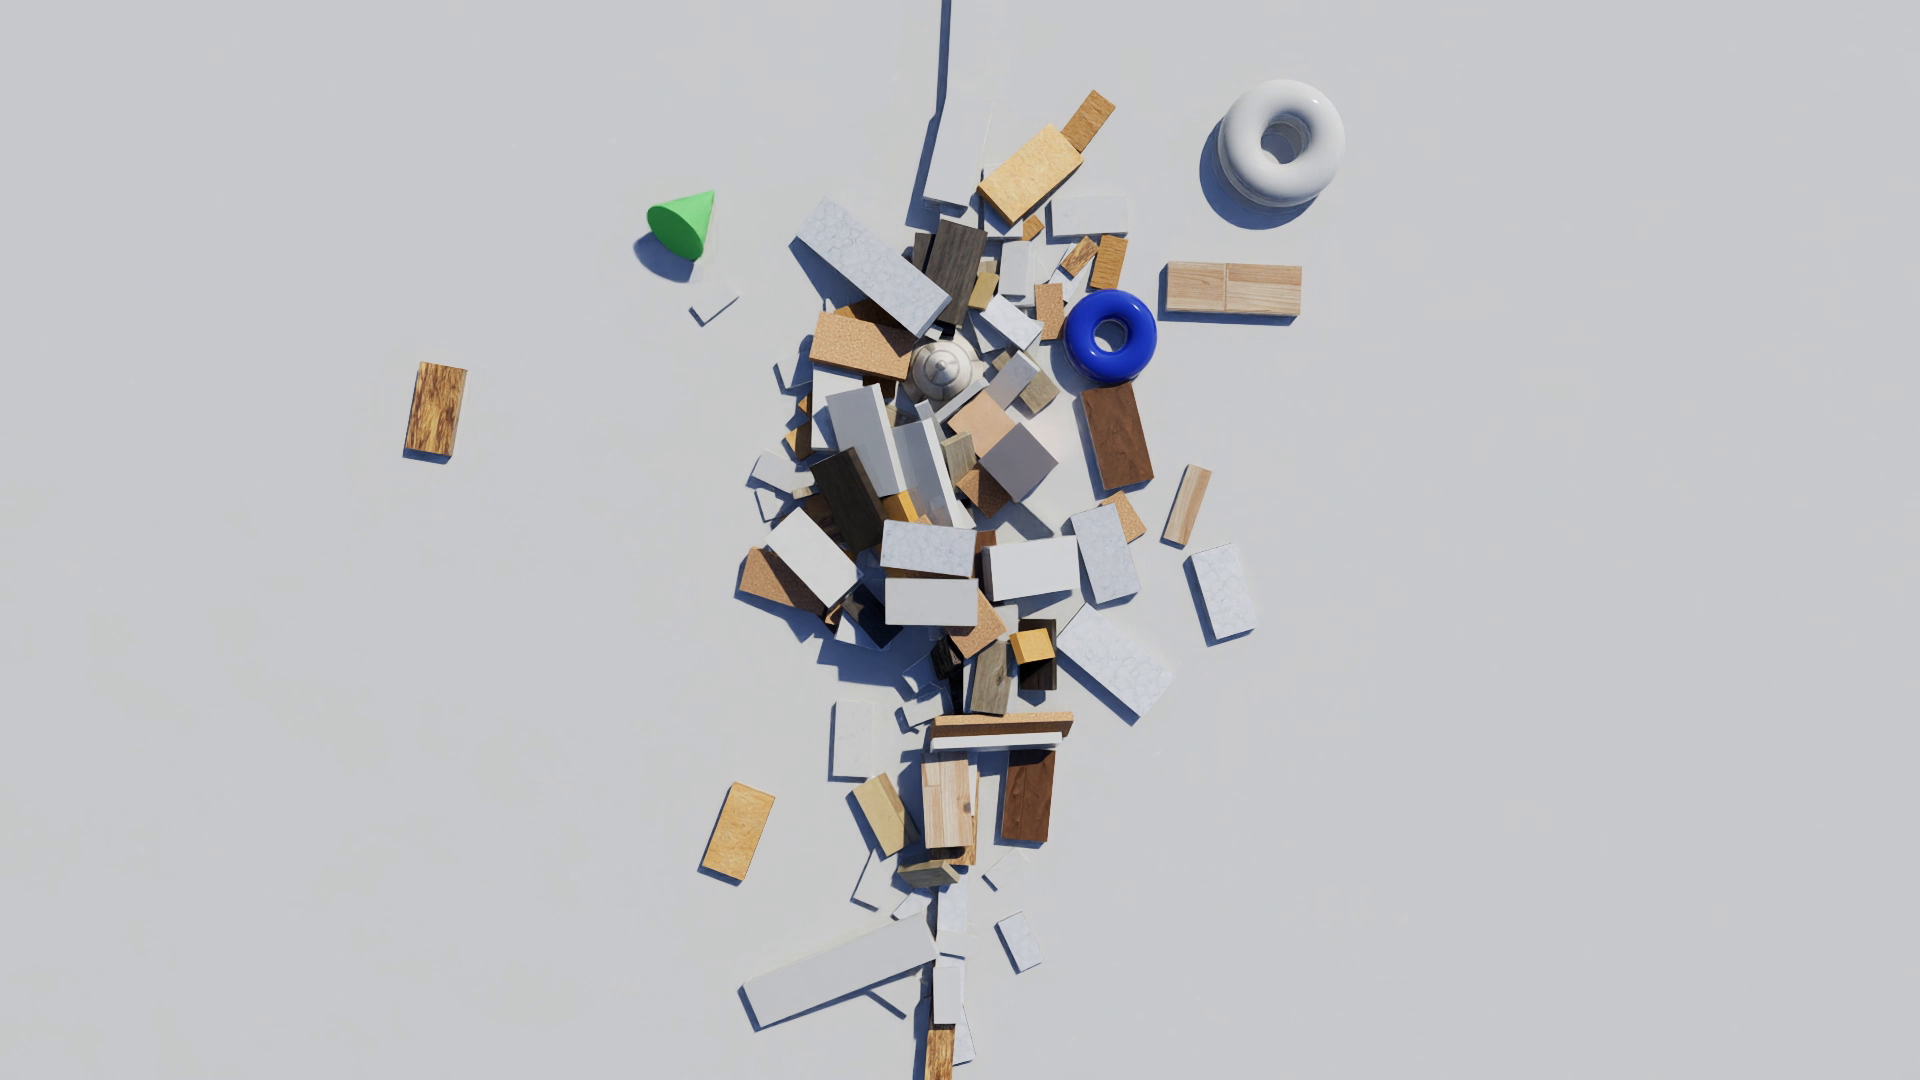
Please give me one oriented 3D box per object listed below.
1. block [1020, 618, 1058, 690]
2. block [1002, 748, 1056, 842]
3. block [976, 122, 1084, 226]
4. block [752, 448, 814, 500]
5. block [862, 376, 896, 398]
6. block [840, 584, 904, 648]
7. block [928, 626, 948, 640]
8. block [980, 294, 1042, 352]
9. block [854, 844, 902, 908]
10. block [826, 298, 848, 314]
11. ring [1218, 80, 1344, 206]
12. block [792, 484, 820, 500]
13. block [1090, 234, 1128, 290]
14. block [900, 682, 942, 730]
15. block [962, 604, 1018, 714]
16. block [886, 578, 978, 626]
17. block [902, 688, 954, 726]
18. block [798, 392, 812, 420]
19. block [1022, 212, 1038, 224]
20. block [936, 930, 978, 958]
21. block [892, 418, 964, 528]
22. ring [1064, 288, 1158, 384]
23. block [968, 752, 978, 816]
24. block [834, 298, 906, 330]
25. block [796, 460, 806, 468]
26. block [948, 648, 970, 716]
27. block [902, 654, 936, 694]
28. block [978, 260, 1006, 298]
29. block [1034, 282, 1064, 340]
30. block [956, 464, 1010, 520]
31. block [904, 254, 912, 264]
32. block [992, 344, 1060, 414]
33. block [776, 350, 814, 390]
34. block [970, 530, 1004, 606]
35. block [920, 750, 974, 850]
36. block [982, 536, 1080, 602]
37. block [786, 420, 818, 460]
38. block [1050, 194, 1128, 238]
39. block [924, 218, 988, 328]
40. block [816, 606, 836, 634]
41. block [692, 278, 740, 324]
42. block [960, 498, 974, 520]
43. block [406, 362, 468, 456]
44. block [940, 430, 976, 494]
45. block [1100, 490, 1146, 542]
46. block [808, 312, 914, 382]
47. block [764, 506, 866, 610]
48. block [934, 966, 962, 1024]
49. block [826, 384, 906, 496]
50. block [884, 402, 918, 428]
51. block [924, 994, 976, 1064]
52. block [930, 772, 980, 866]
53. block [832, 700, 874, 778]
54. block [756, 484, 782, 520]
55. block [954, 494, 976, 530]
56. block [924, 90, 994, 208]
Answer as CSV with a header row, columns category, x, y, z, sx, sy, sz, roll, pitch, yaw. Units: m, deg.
category,x,y,z,sx,sy,sz,roll,pitch,yaw
block,0.260,0.378,5.457,0.117,0.033,0.235,-1,90,28
block,0.227,0.841,5.478,0.152,0.043,0.304,5,90,0
block,0.232,-1.205,5.439,0.336,0.048,0.168,-43,90,-13
block,-0.580,-0.217,5.469,0.194,0.028,0.097,26,98,-4
block,-0.282,-0.511,5.491,0.134,0.019,0.067,3,90,0
block,-0.288,0.249,5.392,0.099,0.028,0.199,-43,96,-10
block,-0.034,0.147,5.440,0.175,0.050,0.350,-7,78,0
block,0.167,-0.714,5.419,0.190,0.027,0.095,40,82,7
block,-0.272,1.118,5.486,0.095,0.027,0.191,23,90,0
block,-0.406,-0.730,5.490,0.073,0.021,0.147,-3,90,0
ring,1.059,-1.306,5.432,0.417,0.139,0.417,0,91,1
block,-0.365,-0.201,5.426,0.382,0.100,0.028,-16,94,-7
block,0.496,-0.920,5.487,0.089,0.025,0.178,13,90,0
block,-0.127,0.548,5.489,0.077,0.022,0.155,29,90,0
block,0.098,0.387,5.356,0.175,0.050,0.350,0,101,-3
block,-0.089,0.195,5.223,0.291,0.041,0.145,1,96,7
block,-0.108,0.554,5.467,0.155,0.022,0.077,-21,90,0
block,-0.372,-0.393,5.446,0.303,0.043,0.152,43,79,2
block,0.215,-1.038,5.492,0.054,0.015,0.107,22,90,0
block,-0.011,1.325,5.414,0.137,0.019,0.068,10,87,4
block,-0.110,-0.156,5.296,0.176,0.050,0.446,-11,100,38
ring,0.497,-0.674,5.449,0.313,0.104,0.313,0,89,0
block,-0.021,0.753,5.438,0.153,0.043,0.305,4,75,0
block,-0.250,-0.737,5.466,0.303,0.043,0.152,-21,90,-5
block,-0.564,-0.233,5.492,0.109,0.015,0.054,-5,90,0
block,0.046,0.431,5.452,0.175,0.050,0.350,-10,84,-4
block,-0.109,0.430,5.472,0.155,0.022,0.077,-37,90,-13
block,0.107,-0.836,5.487,0.091,0.026,0.182,-6,90,0
block,0.299,-0.758,5.470,0.090,0.026,0.181,-4,99,3
block,0.078,-0.160,5.418,0.100,0.200,0.028,-44,47,0
block,-0.221,-0.883,5.490,0.147,0.021,0.073,-25,90,0
block,0.220,-0.540,5.461,0.111,0.031,0.222,-40,97,10
block,-0.501,-0.579,5.486,0.194,0.028,0.097,-18,90,0
block,0.063,0.108,5.358,0.134,0.038,0.268,-7,96,-1
block,-0.043,0.846,5.368,0.153,0.043,0.305,-3,75,-2
block,0.233,0.090,5.378,0.348,0.049,0.174,-7,95,-33
block,-0.474,-0.355,5.486,0.194,0.028,0.097,-32,90,0
block,0.431,-1.078,5.482,0.251,0.036,0.126,-3,90,0
block,-0.029,-0.871,5.394,0.161,0.046,0.322,15,87,-2
block,-0.442,0.214,5.487,0.095,0.027,0.190,-41,90,0
block,-0.814,-0.796,5.490,0.147,0.021,0.073,-38,90,0
block,-0.011,0.006,5.424,0.134,0.038,0.268,-9,78,-1
block,-1.739,-0.436,5.479,0.145,0.041,0.291,10,90,0
block,0.001,-0.252,5.335,0.100,0.028,0.200,-27,133,-18
block,0.545,-0.078,5.489,0.081,0.023,0.161,-32,90,0
block,-0.320,-0.632,5.401,0.321,0.046,0.161,13,79,-4
block,-0.475,0.059,5.390,0.159,0.045,0.318,-43,79,-7
block,-0.042,1.491,5.403,0.089,0.025,0.177,-1,86,1
block,-0.301,-0.312,5.297,0.176,0.050,0.353,-10,101,28
block,-0.215,-0.407,5.491,0.134,0.019,0.067,23,90,0
block,-0.032,1.620,5.483,0.117,0.033,0.235,-15,90,0
block,-0.018,0.916,5.442,0.153,0.043,0.305,3,76,0
block,-0.354,0.660,5.483,0.123,0.035,0.247,3,90,0
block,-0.637,-0.125,5.492,0.054,0.015,0.109,-17,90,0
block,-0.073,-0.117,5.411,0.134,0.038,0.268,-33,78,-3
block,-0.006,-1.283,5.418,0.152,0.043,0.358,13,90,0
